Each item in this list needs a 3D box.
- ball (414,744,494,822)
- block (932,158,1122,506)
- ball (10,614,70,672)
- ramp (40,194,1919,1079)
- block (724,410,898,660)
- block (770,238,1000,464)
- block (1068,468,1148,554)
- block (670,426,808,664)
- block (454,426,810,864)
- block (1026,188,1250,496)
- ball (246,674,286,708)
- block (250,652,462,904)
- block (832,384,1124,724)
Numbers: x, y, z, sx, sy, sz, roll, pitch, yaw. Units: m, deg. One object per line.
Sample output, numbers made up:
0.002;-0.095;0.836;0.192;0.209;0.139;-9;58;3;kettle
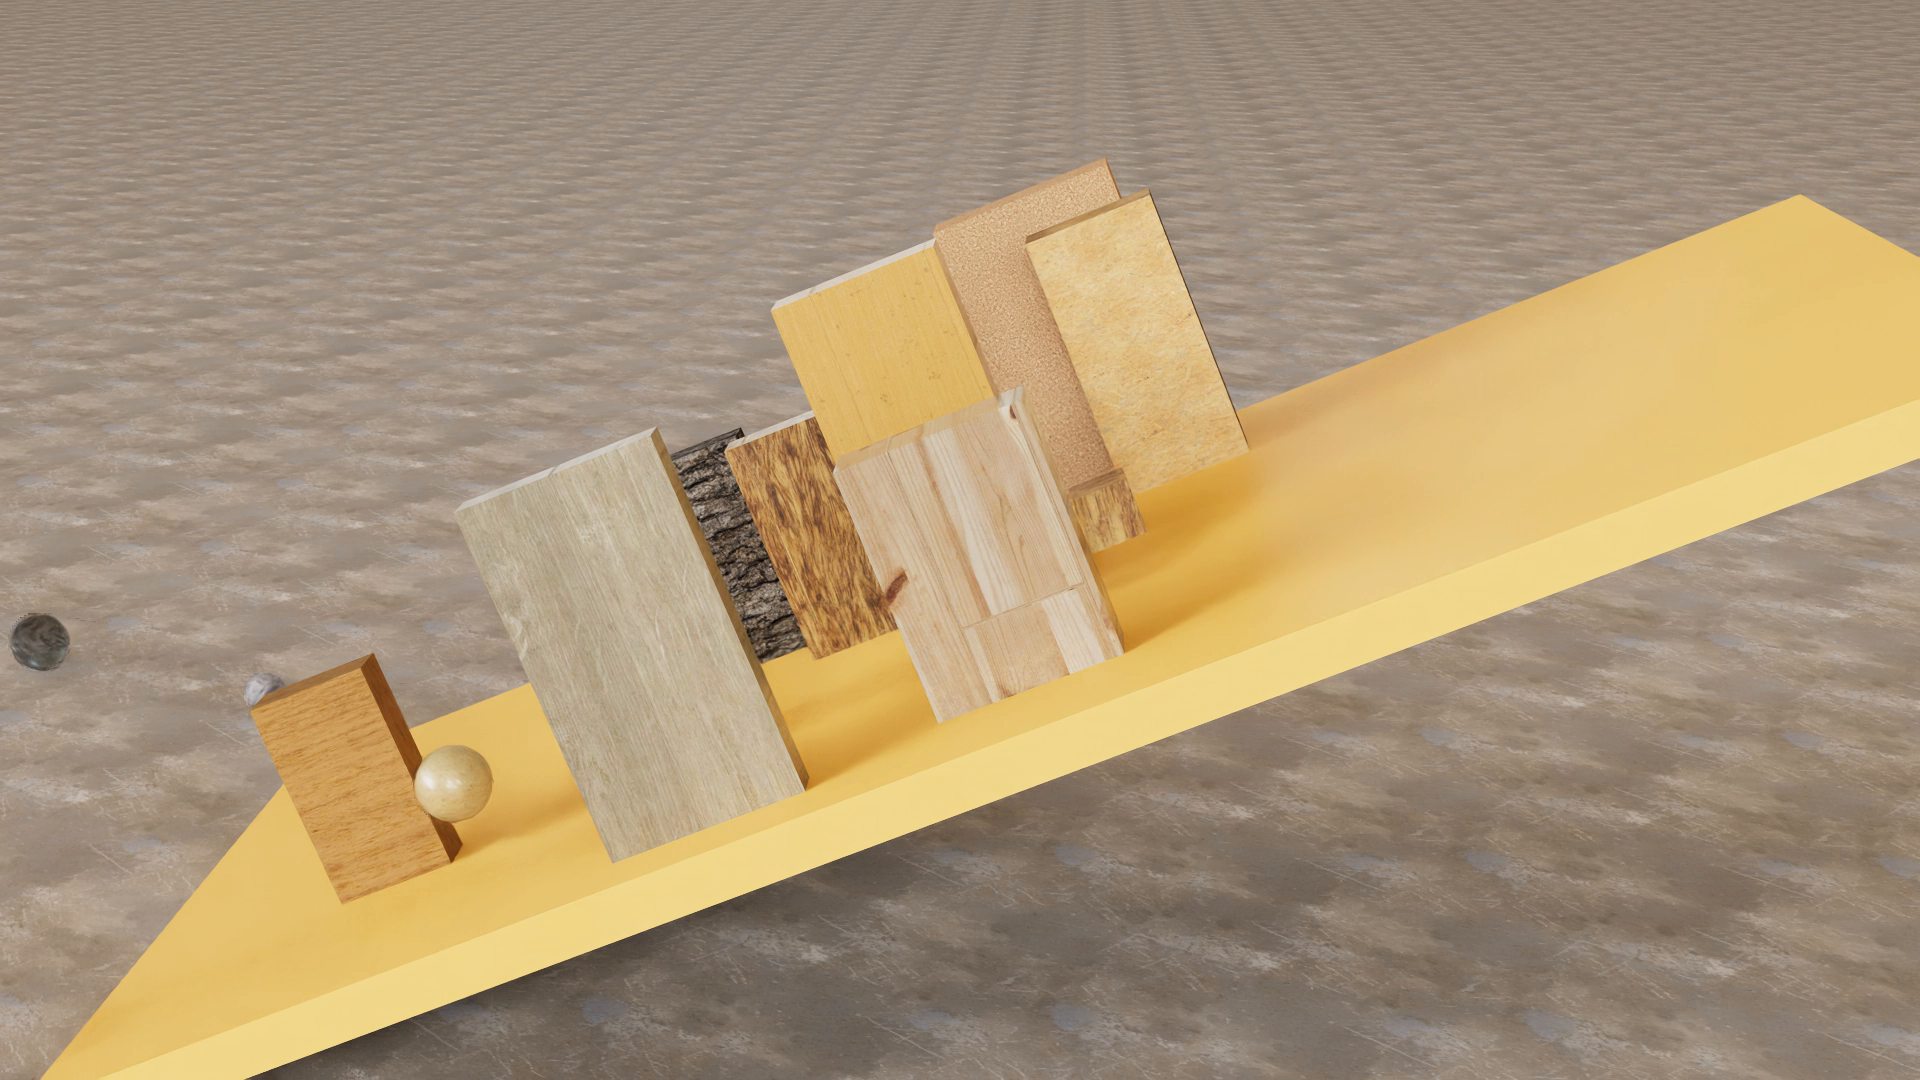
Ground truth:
-1.028;0.495;5.974;0.158;0.158;0.158;0;14;0;ball
0.272;-0.474;6.872;0.428;0.716;0.145;-21;12;7;block
-2.729;0.305;8.725;0.169;0.169;0.169;0;14;0;ball
0.124;0.173;6.290;4.000;0.100;2.000;-21;12;7;ramp
-0.214;-0.050;6.415;0.429;0.504;0.094;-21;12;7;block
-0.073;-0.196;6.138;0.359;0.778;0.124;-21;12;7;block
0.322;-0.065;6.423;0.127;0.127;0.127;-22;12;4;block
-0.549;0.043;6.621;0.322;0.502;0.107;-21;12;7;block
-0.608;0.201;5.492;0.396;0.731;0.086;-21;12;7;block
0.407;-0.450;6.732;0.300;0.630;0.137;-21;12;7;block
-1.963;0.433;8.324;0.112;0.112;0.112;0;14;0;ball
-1.239;0.491;6.048;0.250;0.448;0.113;-21;12;7;block
0.040;0.027;5.577;0.378;0.523;0.147;-21;12;7;block
